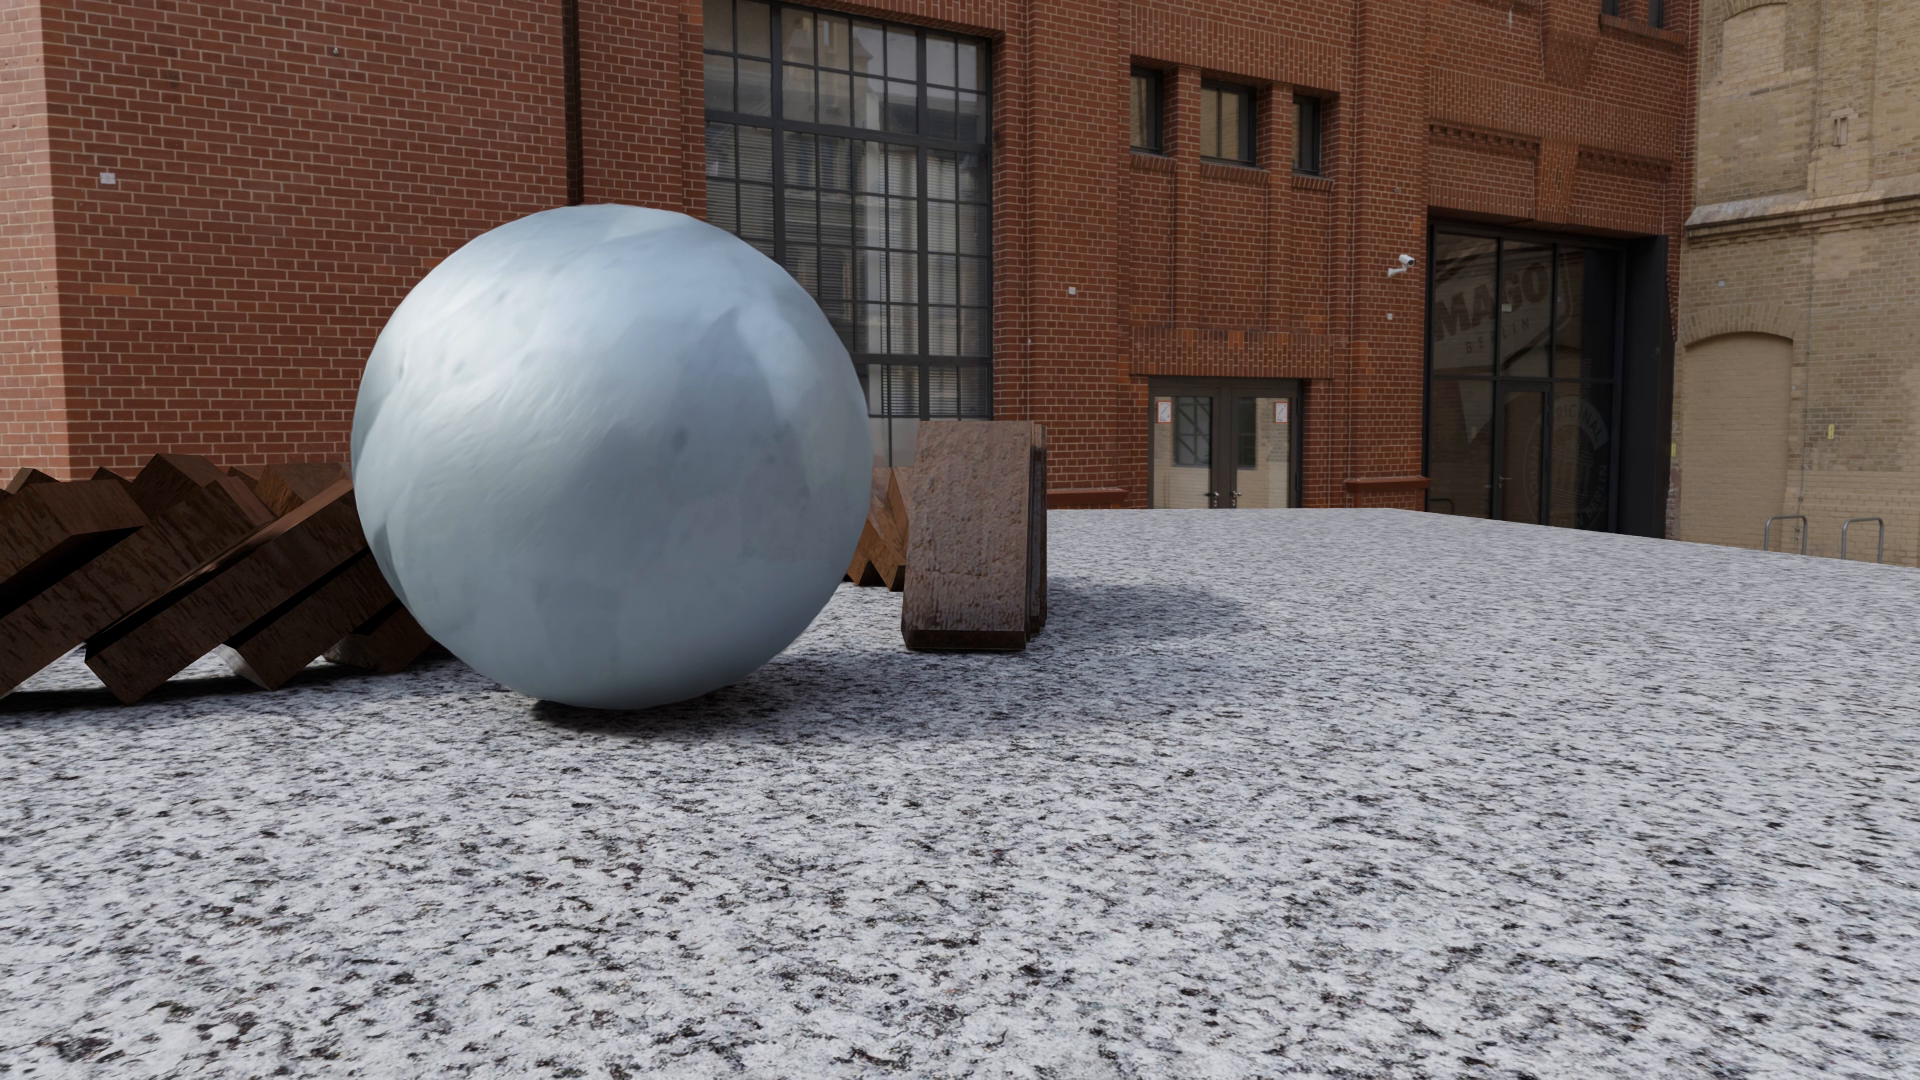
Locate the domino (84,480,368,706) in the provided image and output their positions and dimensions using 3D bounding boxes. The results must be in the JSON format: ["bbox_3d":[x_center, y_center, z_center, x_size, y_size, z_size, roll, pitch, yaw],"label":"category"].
[{"bbox_3d":[-0.126,0.008,0.226,0.050,0.009,0.025,-40,24,-24],"label":"domino"}]

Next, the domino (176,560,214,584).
[{"bbox_3d":[-0.200,0.003,0.313,0.025,0.010,0.050,5,-23,47],"label":"domino"}]

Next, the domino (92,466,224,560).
[{"bbox_3d":[-0.258,-0.007,0.420,0.050,0.010,0.025,36,-15,-29],"label":"domino"}]

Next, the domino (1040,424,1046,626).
[{"bbox_3d":[0.008,-0.004,0.307,0.025,0.050,0.009,0,-29,3],"label":"domino"}]

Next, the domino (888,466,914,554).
[{"bbox_3d":[-0.004,-0.004,0.376,0.025,0.010,0.050,2,35,-16],"label":"domino"}]

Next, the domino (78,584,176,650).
[{"bbox_3d":[-0.192,0.017,0.281,0.025,0.010,0.050,1,4,13],"label":"domino"}]

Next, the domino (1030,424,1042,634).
[{"bbox_3d":[0.006,-0.003,0.296,0.025,0.050,0.009,1,-29,4],"label":"domino"}]

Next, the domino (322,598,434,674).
[{"bbox_3d":[-0.104,0.005,0.258,0.025,0.010,0.050,4,41,35],"label":"domino"}]

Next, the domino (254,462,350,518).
[{"bbox_3d":[-0.164,-0.002,0.347,0.050,0.009,0.025,40,18,17],"label":"domino"}]

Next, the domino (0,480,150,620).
[{"bbox_3d":[-0.159,0.009,0.204,0.050,0.010,0.025,-36,8,-4],"label":"domino"}]

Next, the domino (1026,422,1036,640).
[{"bbox_3d":[0.004,-0.003,0.285,0.025,0.050,0.009,0,-27,6],"label":"domino"}]

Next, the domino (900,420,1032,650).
[{"bbox_3d":[0.002,-0.002,0.274,0.025,0.050,0.010,0,-27,6],"label":"domino"}]

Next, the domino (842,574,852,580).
[{"bbox_3d":[-0.047,-0.006,0.417,0.025,0.010,0.050,-4,38,-44],"label":"domino"}]

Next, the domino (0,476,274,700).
[{"bbox_3d":[-0.142,0.008,0.214,0.050,0.010,0.025,-39,17,-15],"label":"domino"}]

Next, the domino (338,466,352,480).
[{"bbox_3d":[-0.144,-0.001,0.342,0.025,0.009,0.050,-5,41,-48],"label":"domino"}]

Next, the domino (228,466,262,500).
[{"bbox_3d":[-0.226,-0.008,0.442,0.050,0.009,0.025,33,-5,-15],"label":"domino"}]

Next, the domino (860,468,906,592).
[{"bbox_3d":[-0.019,-0.004,0.390,0.025,0.010,0.050,-2,38,-31],"label":"domino"}]

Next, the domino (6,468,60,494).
[{"bbox_3d":[-0.271,-0.005,0.405,0.025,0.010,0.050,5,-27,47],"label":"domino"}]

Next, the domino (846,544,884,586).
[{"bbox_3d":[-0.033,-0.005,0.404,0.025,0.010,0.050,-4,38,-40],"label":"domino"}]

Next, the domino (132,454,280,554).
[{"bbox_3d":[-0.185,-0.003,0.334,0.050,0.010,0.025,40,-3,-8],"label":"domino"}]

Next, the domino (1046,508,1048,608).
[{"bbox_3d":[0.009,-0.005,0.319,0.025,0.050,0.010,0,-29,3],"label":"domino"}]

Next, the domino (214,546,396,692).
[{"bbox_3d":[-0.114,0.006,0.241,0.025,0.010,0.050,5,41,47],"label":"domino"}]

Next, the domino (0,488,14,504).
[{"bbox_3d":[-0.282,-0.004,0.389,0.025,0.009,0.050,3,-27,38],"label":"domino"}]

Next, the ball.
[{"bbox_3d":[-0.054,-0.013,0.207,0.080,0.080,0.080,0,4,0],"label":"ball"}]

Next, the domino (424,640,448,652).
[{"bbox_3d":[-0.103,0.003,0.279,0.025,0.009,0.050,1,41,15],"label":"domino"}]
